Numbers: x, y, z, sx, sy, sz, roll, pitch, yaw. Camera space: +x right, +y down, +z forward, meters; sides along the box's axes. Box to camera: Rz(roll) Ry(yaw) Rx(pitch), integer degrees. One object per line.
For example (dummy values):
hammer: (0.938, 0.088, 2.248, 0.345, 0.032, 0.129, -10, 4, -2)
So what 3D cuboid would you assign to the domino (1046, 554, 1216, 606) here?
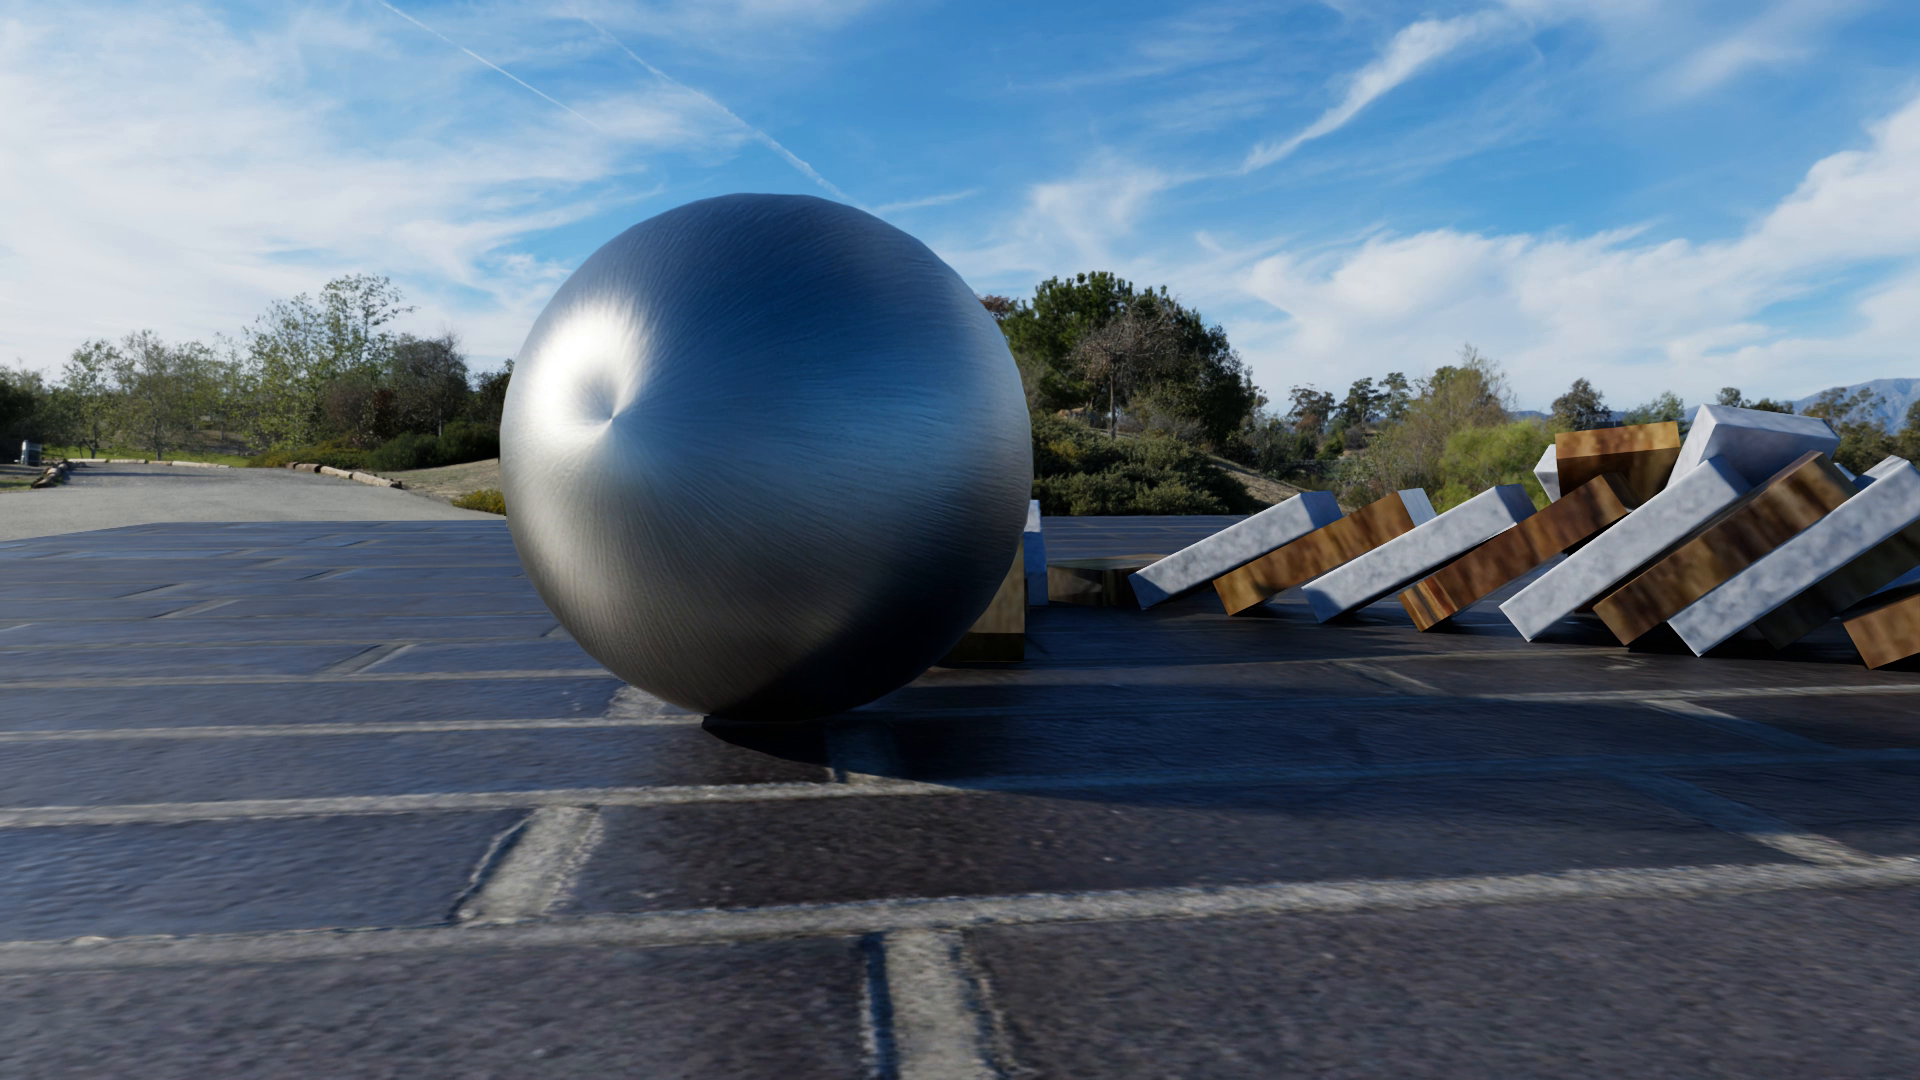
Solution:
domino: (0.047, 0.011, 0.362, 0.050, 0.009, 0.025, -4, 6, -43)

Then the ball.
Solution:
ball: (-0.029, -0.012, 0.197, 0.080, 0.080, 0.080, 0, 4, 0)

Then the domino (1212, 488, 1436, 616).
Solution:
domino: (0.090, 0.003, 0.316, 0.050, 0.009, 0.025, -30, -12, 30)

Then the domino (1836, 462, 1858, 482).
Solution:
domino: (0.223, 0.000, 0.318, 0.025, 0.009, 0.050, -5, 39, -10)

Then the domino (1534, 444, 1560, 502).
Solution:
domino: (0.169, -0.003, 0.324, 0.010, 0.050, 0.025, -51, 26, -20)

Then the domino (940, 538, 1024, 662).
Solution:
domino: (0.001, 0.002, 0.264, 0.025, 0.050, 0.010, 0, -40, 2)

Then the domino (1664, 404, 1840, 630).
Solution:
domino: (0.170, -0.005, 0.286, 0.025, 0.050, 0.010, 8, 34, 6)

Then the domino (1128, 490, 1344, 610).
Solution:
domino: (0.070, 0.003, 0.327, 0.050, 0.009, 0.025, -28, -11, 31)

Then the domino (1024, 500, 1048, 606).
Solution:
domino: (0.010, 0.003, 0.349, 0.025, 0.010, 0.050, -3, 23, 3)

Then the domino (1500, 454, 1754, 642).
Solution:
domino: (0.142, 0.002, 0.274, 0.050, 0.010, 0.025, -45, -21, 31)

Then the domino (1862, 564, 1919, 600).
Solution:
domino: (0.221, 0.005, 0.268, 0.050, 0.009, 0.025, -28, 4, -1)

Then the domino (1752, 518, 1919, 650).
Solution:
domino: (0.188, 0.003, 0.264, 0.050, 0.009, 0.025, -43, -18, 27)

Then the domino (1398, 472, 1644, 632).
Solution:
domino: (0.126, 0.003, 0.289, 0.050, 0.009, 0.025, -38, -18, 32)

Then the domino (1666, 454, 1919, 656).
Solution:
domino: (0.167, 0.003, 0.257, 0.050, 0.009, 0.025, -43, -16, 27)

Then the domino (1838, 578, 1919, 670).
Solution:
domino: (0.195, 0.009, 0.241, 0.050, 0.010, 0.025, -30, -12, 30)

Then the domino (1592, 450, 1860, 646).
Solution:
domino: (0.156, 0.001, 0.263, 0.050, 0.009, 0.025, -43, -15, 25)

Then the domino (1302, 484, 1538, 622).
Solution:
domino: (0.108, 0.003, 0.302, 0.050, 0.009, 0.025, -33, -16, 33)

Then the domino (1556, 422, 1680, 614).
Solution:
domino: (0.158, -0.004, 0.306, 0.025, 0.050, 0.010, -5, 40, 27)

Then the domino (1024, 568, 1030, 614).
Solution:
domino: (0.002, 0.004, 0.325, 0.025, 0.010, 0.050, -5, 26, -1)
